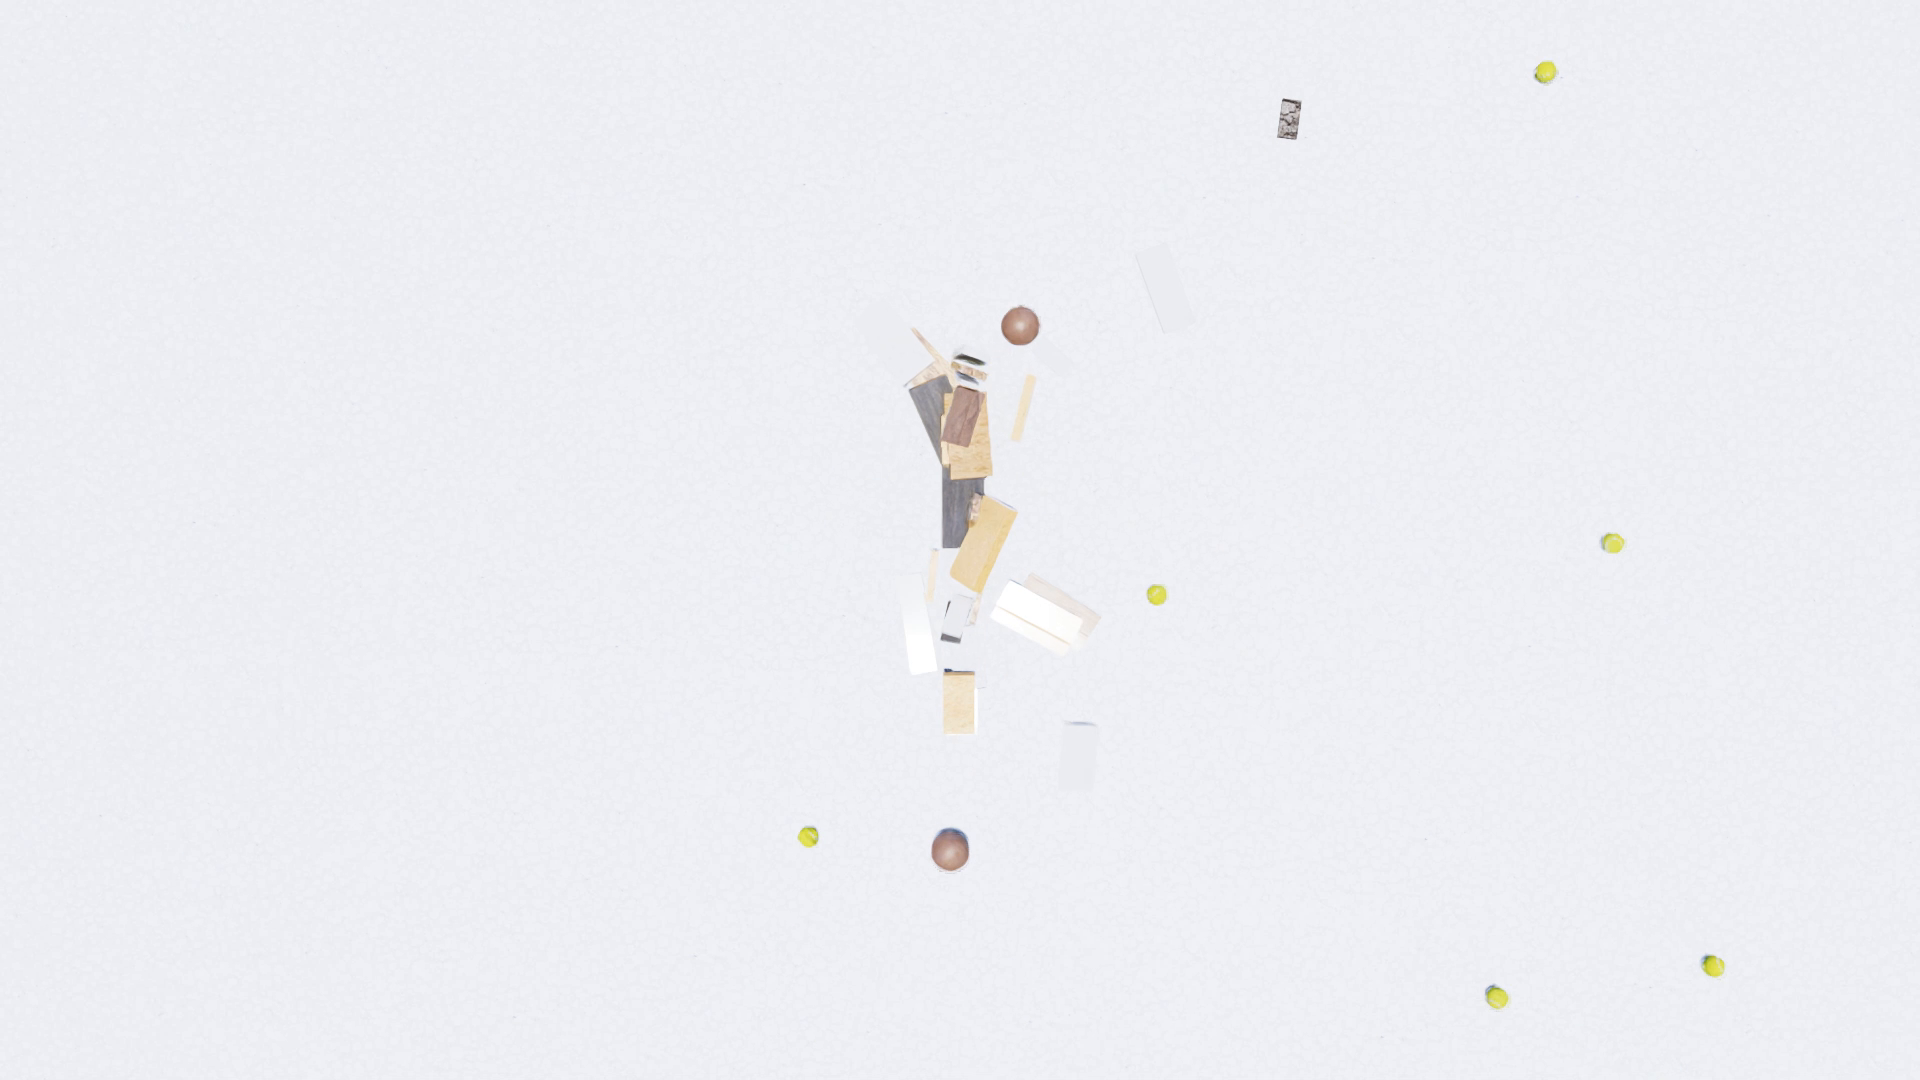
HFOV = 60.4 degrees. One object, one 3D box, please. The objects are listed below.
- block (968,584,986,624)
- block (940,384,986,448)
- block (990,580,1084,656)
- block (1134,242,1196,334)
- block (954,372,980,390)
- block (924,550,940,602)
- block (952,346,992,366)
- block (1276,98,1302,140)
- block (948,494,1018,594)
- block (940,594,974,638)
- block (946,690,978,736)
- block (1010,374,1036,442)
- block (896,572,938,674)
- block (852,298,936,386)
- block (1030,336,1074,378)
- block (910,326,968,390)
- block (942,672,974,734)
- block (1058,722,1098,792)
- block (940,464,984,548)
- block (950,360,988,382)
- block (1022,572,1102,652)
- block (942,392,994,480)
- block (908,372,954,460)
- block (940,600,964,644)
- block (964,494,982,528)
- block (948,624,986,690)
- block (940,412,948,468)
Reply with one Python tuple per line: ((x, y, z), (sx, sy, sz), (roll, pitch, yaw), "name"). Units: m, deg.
((0.056, 0.211, 5.466), (0.019, 0.068, 0.136), (15, 90, -2), "block")
((0.008, -0.396, 5.297), (0.093, 0.026, 0.185), (14, 107, -11), "block")
((0.253, 0.258, 5.441), (0.275, 0.039, 0.138), (28, 91, 0), "block")
((0.682, -0.836, 5.485), (0.109, 0.031, 0.283), (-20, 90, 0), "block")
((0.023, -0.523, 5.399), (0.064, 0.129, 0.018), (18, 105, -12), "block")
((-0.091, 0.119, 5.457), (0.024, 0.085, 0.170), (7, 90, 2), "block")
((0.037, -0.600, 5.392), (0.093, 0.185, 0.026), (18, 88, -12), "block")
((1.097, -1.401, 5.491), (0.064, 0.018, 0.129), (8, 90, 0), "block")
((0.074, 0.013, 5.384), (0.039, 0.138, 0.293), (18, 100, -42), "block")
((-0.010, 0.251, 5.453), (0.068, 0.019, 0.136), (17, 71, 8), "block")
((0.006, 0.542, 5.485), (0.104, 0.030, 0.209), (0, 90, 0), "block")
((0.210, -0.433, 5.445), (0.031, 0.109, 0.219), (14, 90, 3), "block")
((-0.144, 0.277, 5.488), (0.085, 0.024, 0.329), (-9, 90, 0), "block")
((-0.218, -0.653, 5.443), (0.135, 0.038, 0.270), (-39, 85, 0), "block")
((0.306, -0.610, 5.491), (0.135, 0.018, 0.064), (42, 90, 0), "block")
((-0.110, -0.564, 5.481), (0.135, 0.038, 0.270), (-44, 90, 0), "block")
((-0.004, 0.538, 5.425), (0.104, 0.030, 0.209), (0, 107, 0), "block")
((0.390, 0.718, 5.470), (0.109, 0.031, 0.219), (5, 98, 0), "block")
((0.008, -0.111, 5.442), (0.138, 0.039, 0.275), (-1, 103, -6), "block")
((0.027, -0.552, 5.376), (0.093, 0.185, 0.026), (18, 97, -13), "block")
((0.316, 0.238, 5.480), (0.275, 0.039, 0.138), (33, 90, 0), "block")
((0.026, -0.340, 5.373), (0.138, 0.039, 0.275), (-5, 91, -6), "block")
((-0.056, -0.399, 5.448), (0.135, 0.038, 0.270), (-24, 104, 0), "block")
((-0.019, 0.274, 5.465), (0.068, 0.019, 0.136), (10, 70, 5), "block")
((0.041, -0.093, 5.332), (0.024, 0.170, 0.085), (11, 82, -4), "block")
((0.022, 0.393, 5.464), (0.104, 0.030, 0.209), (-8, 79, -2), "block")
((0.007, -0.282, 5.442), (0.138, 0.039, 0.275), (-2, 104, -6), "block")
